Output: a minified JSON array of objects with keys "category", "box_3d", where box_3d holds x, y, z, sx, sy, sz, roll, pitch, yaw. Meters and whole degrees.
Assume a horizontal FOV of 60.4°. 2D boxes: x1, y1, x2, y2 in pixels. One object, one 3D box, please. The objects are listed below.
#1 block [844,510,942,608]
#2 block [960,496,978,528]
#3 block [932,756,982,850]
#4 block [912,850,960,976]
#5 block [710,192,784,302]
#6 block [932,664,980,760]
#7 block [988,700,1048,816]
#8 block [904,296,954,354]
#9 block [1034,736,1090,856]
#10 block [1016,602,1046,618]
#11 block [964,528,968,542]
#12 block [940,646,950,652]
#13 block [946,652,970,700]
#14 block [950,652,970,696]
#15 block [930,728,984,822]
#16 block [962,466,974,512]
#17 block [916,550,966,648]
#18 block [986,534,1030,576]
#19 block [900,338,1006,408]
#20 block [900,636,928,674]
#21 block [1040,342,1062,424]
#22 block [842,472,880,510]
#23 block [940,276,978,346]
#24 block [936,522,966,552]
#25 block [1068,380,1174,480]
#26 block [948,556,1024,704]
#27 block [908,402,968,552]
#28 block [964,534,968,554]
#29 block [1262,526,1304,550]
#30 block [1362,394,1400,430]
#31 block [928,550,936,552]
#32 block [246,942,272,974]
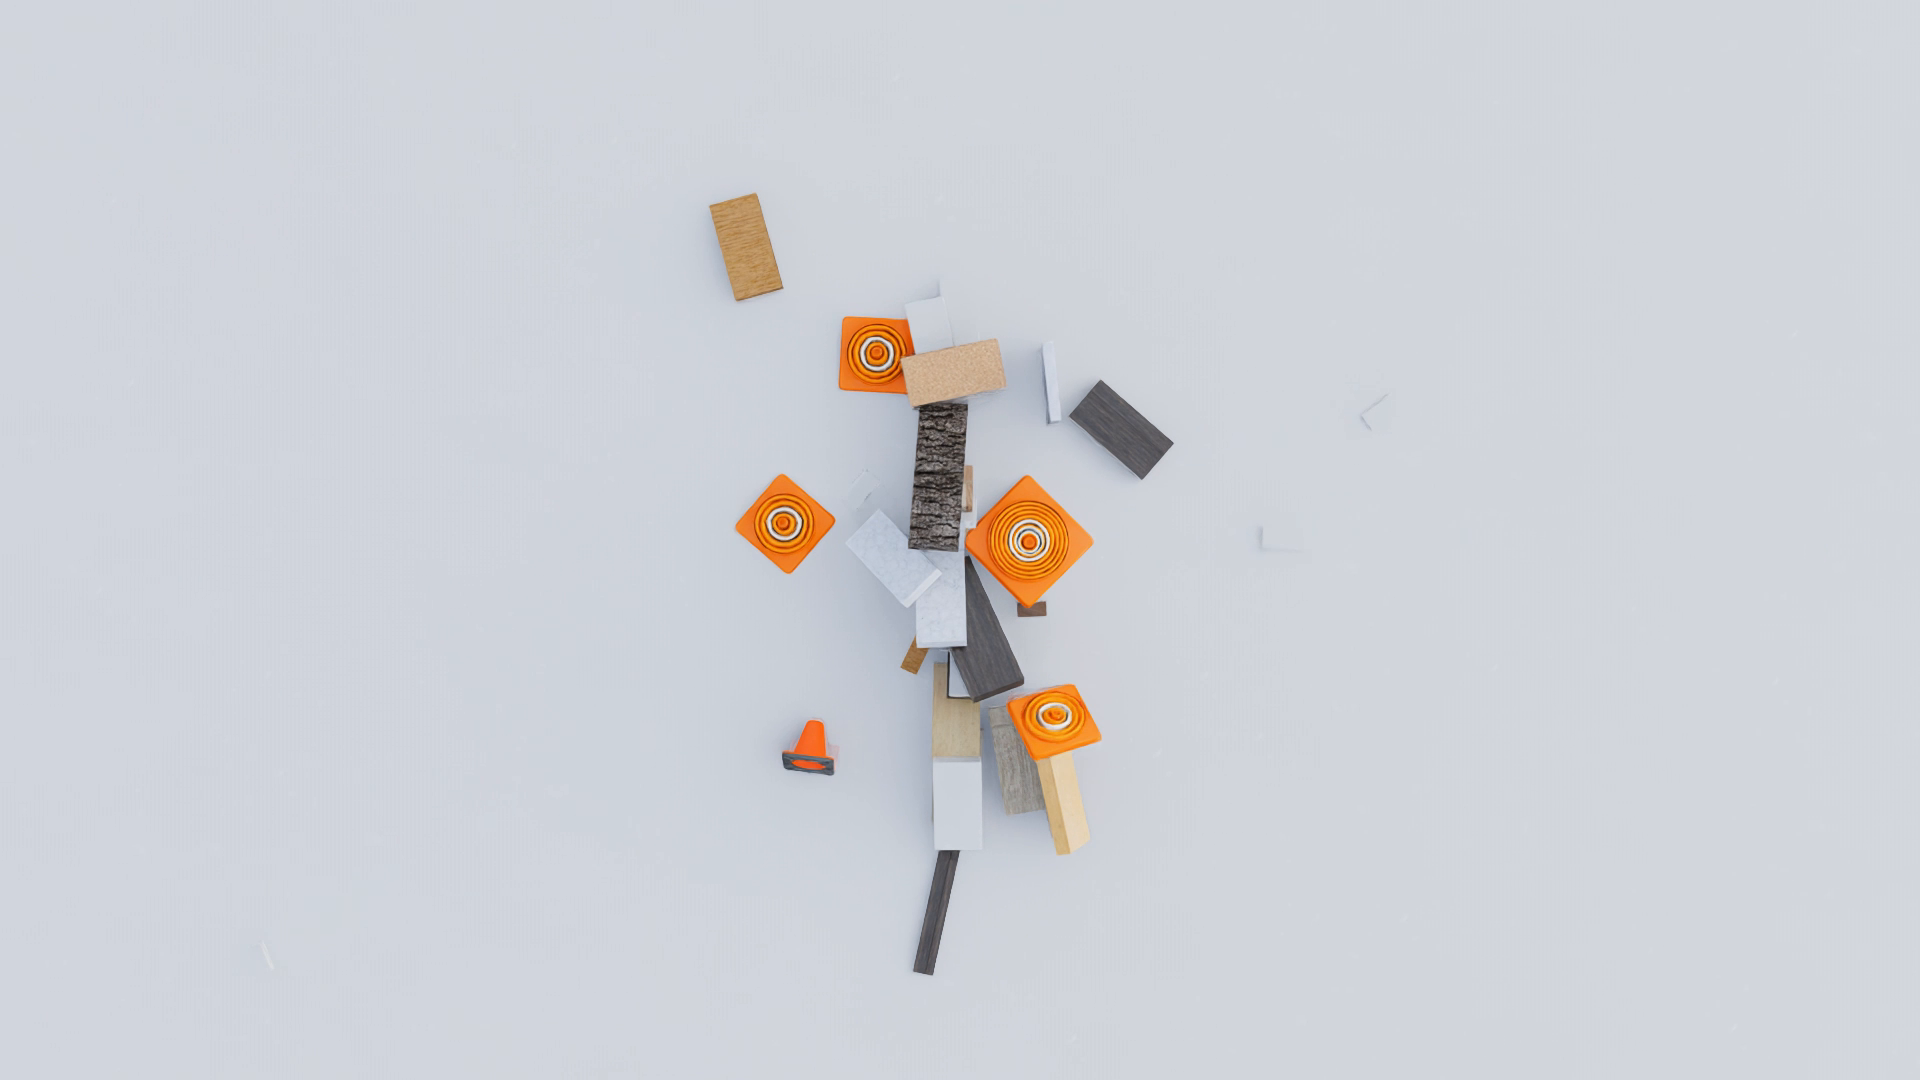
[{"category":"block","box_3d":[-0.220,0.059,5.398,0.160,0.045,0.320,-45,59,0]},{"category":"block","box_3d":[0.009,-0.095,5.414,0.091,0.182,0.026,3,118,0]},{"category":"block","box_3d":[-0.007,0.865,5.410,0.157,0.044,0.314,-1,107,1]},{"category":"block","box_3d":[-0.076,1.224,5.490,0.068,0.019,0.444,12,90,0]},{"category":"block","box_3d":[-0.709,-0.972,5.477,0.162,0.046,0.323,-16,90,0]},{"category":"block","box_3d":[-0.012,0.568,5.444,0.157,0.044,0.314,1,77,0]},{"category":"block","box_3d":[0.209,0.722,5.475,0.178,0.050,0.356,-10,90,0]},{"category":"block","box_3d":[-0.091,-0.664,5.437,0.129,0.037,0.258,-12,99,2]},{"category":"block","box_3d":[0.336,0.835,5.409,0.050,0.178,0.355,-12,90,26]},{"category":"block","box_3d":[0.239,0.231,5.493,0.097,0.014,0.049,-3,90,0]},{"category":"block","box_3d":[-0.003,-0.058,5.457,0.063,0.018,0.127,7,58,2]},{"category":"block","box_3d":[-0.002,0.256,5.453,0.114,0.032,0.229,4,75,1]},{"category":"block","box_3d":[0.016,0.410,5.439,0.114,0.032,0.229,1,66,0]},{"category":"block","box_3d":[0.025,0.395,5.381,0.114,0.032,0.229,1,75,1]},{"category":"block","box_3d":[-0.009,0.780,5.478,0.157,0.044,0.314,3,90,0]},{"category":"block","box_3d":[-0.003,-0.172,5.431,0.091,0.026,0.182,1,50,0]},{"category":"block","box_3d":[-0.062,0.190,5.358,0.160,0.045,0.320,-2,64,2]},{"category":"block","box_3d":[0.158,0.048,5.490,0.136,0.019,0.068,43,90,0]},{"category":"block","box_3d":[-0.020,-0.550,5.413,0.323,0.046,0.162,-12,99,2]},{"category":"block","box_3d":[-0.146,0.383,5.492,0.060,0.017,0.120,25,90,0]},{"category":"block","box_3d":[0.300,-0.517,5.435,0.037,0.129,0.258,-6,90,0]},{"category":"block","box_3d":[-0.330,-0.165,5.492,0.060,0.017,0.120,40,90,0]},{"category":"block","box_3d":[-0.002,-0.745,5.482,0.129,0.037,0.258,0,90,0]},{"category":"block","box_3d":[-0.030,-0.001,5.380,0.091,0.182,0.026,0,59,-1]},{"category":"block","box_3d":[0.534,-0.365,5.477,0.323,0.046,0.162,41,90,0]},{"category":"block","box_3d":[0.036,0.288,5.364,0.178,0.050,0.472,-20,65,-10]},{"category":"block","box_3d":[-0.068,-0.211,5.358,0.160,0.045,0.528,4,63,0]},{"category":"block","box_3d":[-0.005,-0.017,5.491,0.063,0.018,0.127,4,90,0]},{"category":"block","box_3d":[1.073,-0.007,5.490,0.136,0.019,0.068,3,90,0]},{"category":"block","box_3d":[1.401,-0.424,5.492,0.120,0.017,0.060,-35,90,0]},{"category":"block","box_3d":[-0.067,0.014,5.480,0.063,0.018,0.127,18,93,14]},{"category":"block","box_3d":[-2.333,1.394,5.493,0.049,0.014,0.097,-22,90,0]}]
